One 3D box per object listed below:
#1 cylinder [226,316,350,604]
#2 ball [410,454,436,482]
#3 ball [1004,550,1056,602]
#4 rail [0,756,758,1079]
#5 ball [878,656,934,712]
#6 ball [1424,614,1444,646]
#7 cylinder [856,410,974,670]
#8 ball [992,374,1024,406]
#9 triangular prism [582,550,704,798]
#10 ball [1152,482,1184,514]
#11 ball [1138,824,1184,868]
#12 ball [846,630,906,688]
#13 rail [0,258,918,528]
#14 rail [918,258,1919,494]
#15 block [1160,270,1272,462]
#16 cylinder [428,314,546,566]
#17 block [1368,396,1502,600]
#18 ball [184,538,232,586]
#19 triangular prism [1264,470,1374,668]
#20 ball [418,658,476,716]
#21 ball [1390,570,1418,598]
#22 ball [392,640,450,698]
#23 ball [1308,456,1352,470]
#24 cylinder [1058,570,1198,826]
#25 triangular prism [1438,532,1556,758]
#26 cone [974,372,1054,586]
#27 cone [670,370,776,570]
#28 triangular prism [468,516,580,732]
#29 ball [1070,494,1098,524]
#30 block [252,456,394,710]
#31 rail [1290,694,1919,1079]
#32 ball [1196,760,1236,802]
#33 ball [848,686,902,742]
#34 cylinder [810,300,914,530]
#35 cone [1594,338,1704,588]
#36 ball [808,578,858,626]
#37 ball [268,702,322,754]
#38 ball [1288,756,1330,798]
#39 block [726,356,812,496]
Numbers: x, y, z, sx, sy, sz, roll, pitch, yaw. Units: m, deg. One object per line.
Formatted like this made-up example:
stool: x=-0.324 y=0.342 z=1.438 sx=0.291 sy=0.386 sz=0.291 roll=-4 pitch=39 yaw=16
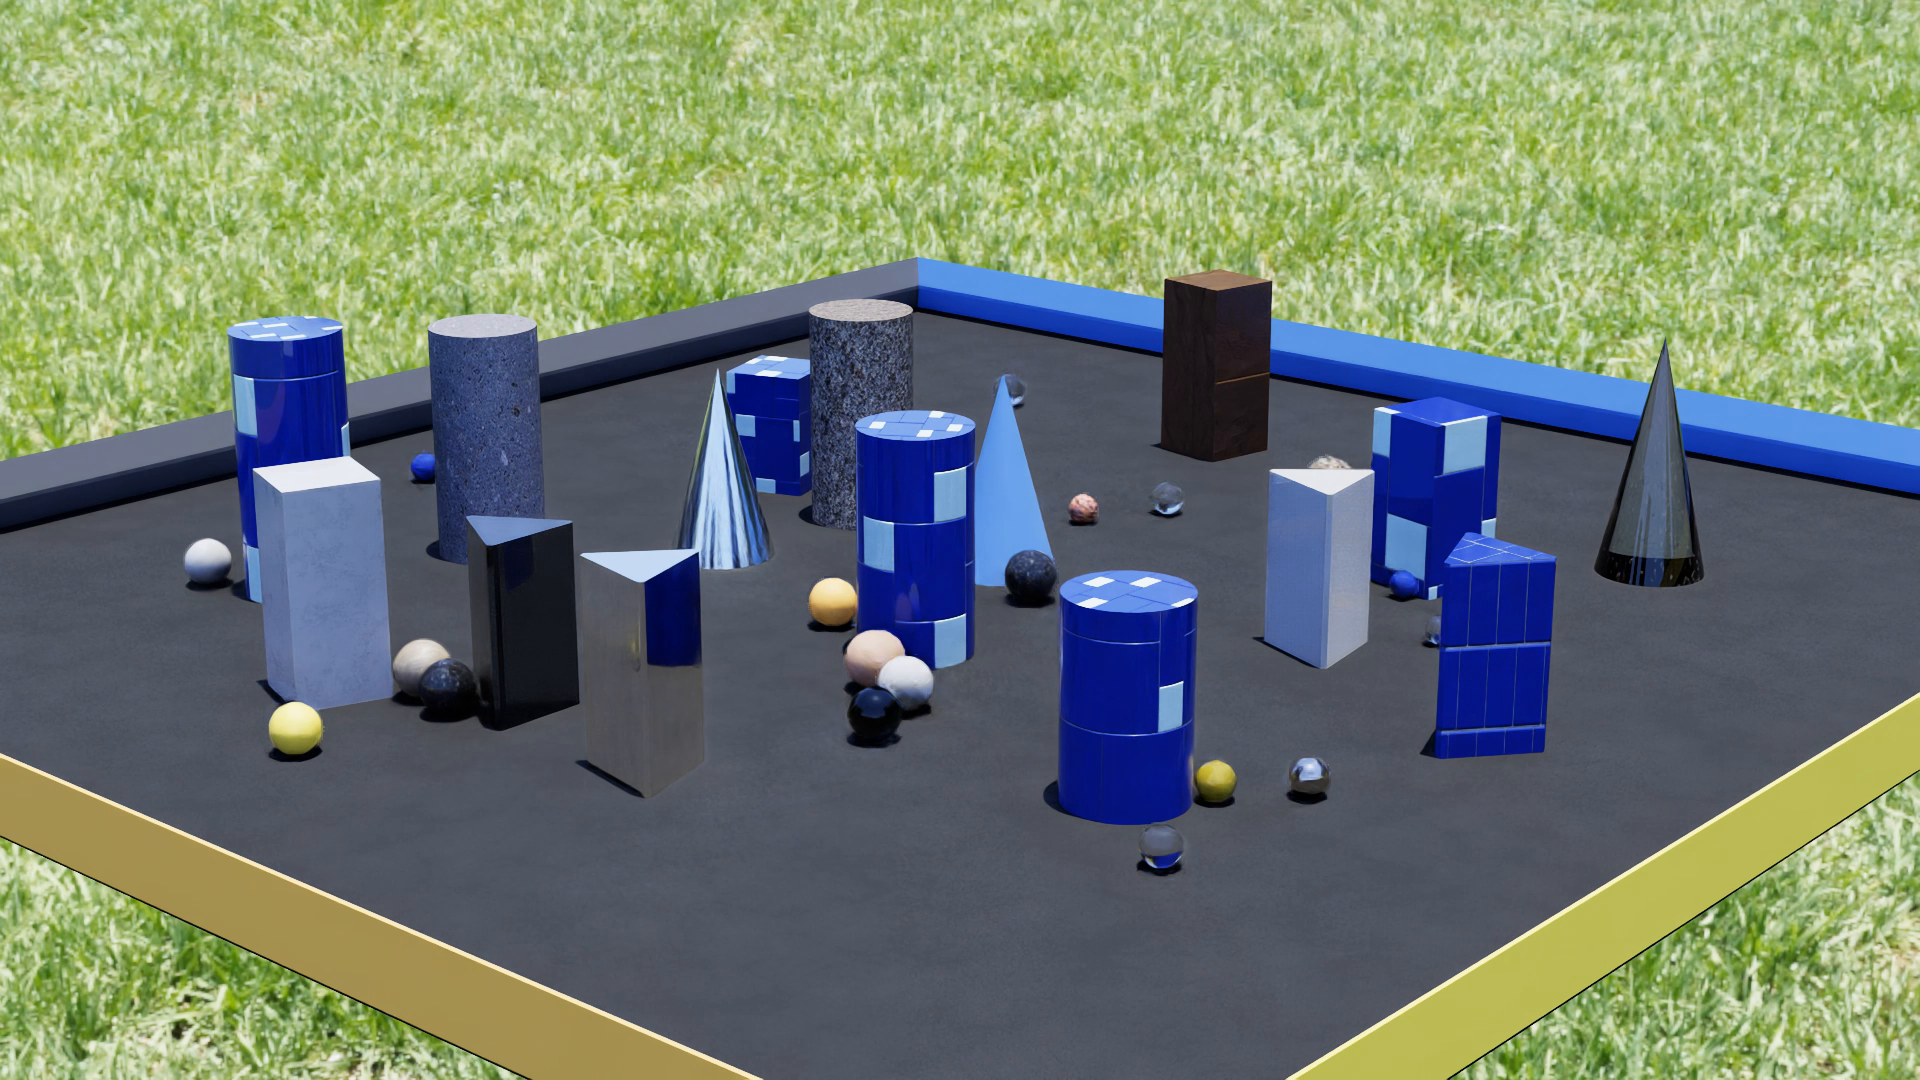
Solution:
cylinder: x=-1.155 y=-0.137 z=5.087 sx=0.194 sy=0.470 sz=0.194 roll=0 pitch=17 yaw=0
ball: x=-1.062 y=-0.144 z=5.827 sx=0.057 sy=0.057 sz=0.057 roll=0 pitch=17 yaw=0
ball: x=0.122 y=0.061 z=5.085 sx=0.092 sy=0.092 sz=0.092 roll=0 pitch=17 yaw=0
rail: x=-1.107 y=0.400 z=3.899 sx=3.258 sy=0.126 sz=0.045 roll=14 pitch=22 yaw=39
ball: x=-0.084 y=0.223 z=4.554 sx=0.088 sy=0.088 sz=0.088 roll=0 pitch=17 yaw=0
ball: x=0.796 y=0.149 z=4.864 sx=0.051 sy=0.051 sz=0.051 roll=0 pitch=17 yaw=0
cylinder: x=-0.072 y=-0.001 z=4.783 sx=0.194 sy=0.385 sz=0.194 roll=0 pitch=17 yaw=0
ball: x=0.106 y=-0.326 z=6.406 sx=0.071 sy=0.071 sz=0.071 roll=0 pitch=17 yaw=0
triangular prism: x=-0.440 y=0.183 z=4.273 sx=0.146 sy=0.326 sz=0.168 roll=-12 pitch=21 yaw=-35
ball: x=0.396 y=-0.080 z=5.606 sx=0.061 sy=0.061 sz=0.061 roll=0 pitch=17 yaw=0
ball: x=0.272 y=0.414 z=3.968 sx=0.061 sy=0.061 sz=0.061 roll=0 pitch=17 yaw=0
ball: x=-0.133 y=0.190 z=4.649 sx=0.097 sy=0.097 sz=0.097 roll=0 pitch=17 yaw=0
rail: x=-1.212 y=-0.272 z=6.128 sx=0.045 sy=0.126 sz=3.425 roll=14 pitch=22 yaw=39
rail: x=1.107 y=-0.337 z=6.341 sx=3.258 sy=0.126 sz=0.045 roll=14 pitch=22 yaw=39
block: x=0.526 y=-0.360 z=6.023 sx=0.155 sy=0.356 sz=0.155 roll=-13 pitch=21 yaw=-37
cylinder: x=-0.857 y=-0.183 z=5.322 sx=0.194 sy=0.422 sz=0.194 roll=0 pitch=17 yaw=0
block: x=0.833 y=-0.075 z=5.157 sx=0.155 sy=0.311 sz=0.155 roll=-12 pitch=20 yaw=-34
ball: x=-1.327 y=0.039 z=5.176 sx=0.082 sy=0.082 sz=0.082 roll=0 pitch=17 yaw=0
triangular prism: x=0.571 y=0.037 z=4.816 sx=0.146 sy=0.294 sz=0.168 roll=10 pitch=19 yaw=30
ball: x=-0.793 y=0.228 z=4.540 sx=0.088 sy=0.088 sz=0.088 roll=0 pitch=17 yaw=0
ball: x=0.772 y=0.078 z=5.107 sx=0.048 sy=0.048 sz=0.048 roll=0 pitch=17 yaw=0
ball: x=-0.845 y=0.203 z=4.611 sx=0.094 sy=0.094 sz=0.094 roll=0 pitch=17 yaw=0
ball: x=0.713 y=-0.112 z=5.654 sx=0.096 sy=0.096 sz=0.096 roll=0 pitch=17 yaw=0
cylinder: x=0.237 y=0.222 z=4.166 sx=0.194 sy=0.314 sz=0.194 roll=0 pitch=17 yaw=0
triangular prism: x=0.782 y=0.155 z=4.408 sx=0.168 sy=0.304 sz=0.146 roll=-3 pitch=17 yaw=-9
cone: x=0.076 y=-0.121 z=5.216 sx=0.194 sy=0.364 sz=0.194 roll=0 pitch=17 yaw=0
cone: x=-0.435 y=-0.142 z=5.315 sx=0.194 sy=0.349 sz=0.194 roll=0 pitch=17 yaw=0
triangular prism: x=-0.707 y=0.118 z=4.542 sx=0.146 sy=0.296 sz=0.168 roll=14 pitch=22 yaw=38
ball: x=0.234 y=-0.059 z=5.547 sx=0.055 sy=0.055 sz=0.055 roll=0 pitch=17 yaw=0
block: x=-1.000 y=0.068 z=4.603 sx=0.155 sy=0.357 sz=0.155 roll=-9 pitch=19 yaw=-28
rail: x=1.212 y=0.336 z=4.113 sx=0.045 sy=0.126 sz=3.425 roll=14 pitch=22 yaw=39
ball: x=0.367 y=0.346 z=4.198 sx=0.059 sy=0.059 sz=0.059 roll=0 pitch=17 yaw=0
ball: x=-0.129 y=0.262 z=4.433 sx=0.083 sy=0.083 sz=0.083 roll=0 pitch=17 yaw=0
cylinder: x=-0.185 y=-0.237 z=5.538 sx=0.194 sy=0.402 sz=0.194 roll=0 pitch=17 yaw=0
cone: x=1.237 y=-0.151 z=5.201 sx=0.194 sy=0.432 sz=0.194 roll=0 pitch=17 yaw=0
ball: x=-0.214 y=0.105 z=4.954 sx=0.083 sy=0.083 sz=0.083 roll=0 pitch=17 yaw=0
ball: x=-0.993 y=0.281 z=4.377 sx=0.079 sy=0.079 sz=0.079 roll=0 pitch=17 yaw=0
ball: x=0.501 y=0.341 z=4.214 sx=0.059 sy=0.059 sz=0.059 roll=0 pitch=17 yaw=0
block: x=-0.354 y=-0.227 z=5.792 sx=0.155 sy=0.235 sz=0.155 roll=7 pitch=18 yaw=21
